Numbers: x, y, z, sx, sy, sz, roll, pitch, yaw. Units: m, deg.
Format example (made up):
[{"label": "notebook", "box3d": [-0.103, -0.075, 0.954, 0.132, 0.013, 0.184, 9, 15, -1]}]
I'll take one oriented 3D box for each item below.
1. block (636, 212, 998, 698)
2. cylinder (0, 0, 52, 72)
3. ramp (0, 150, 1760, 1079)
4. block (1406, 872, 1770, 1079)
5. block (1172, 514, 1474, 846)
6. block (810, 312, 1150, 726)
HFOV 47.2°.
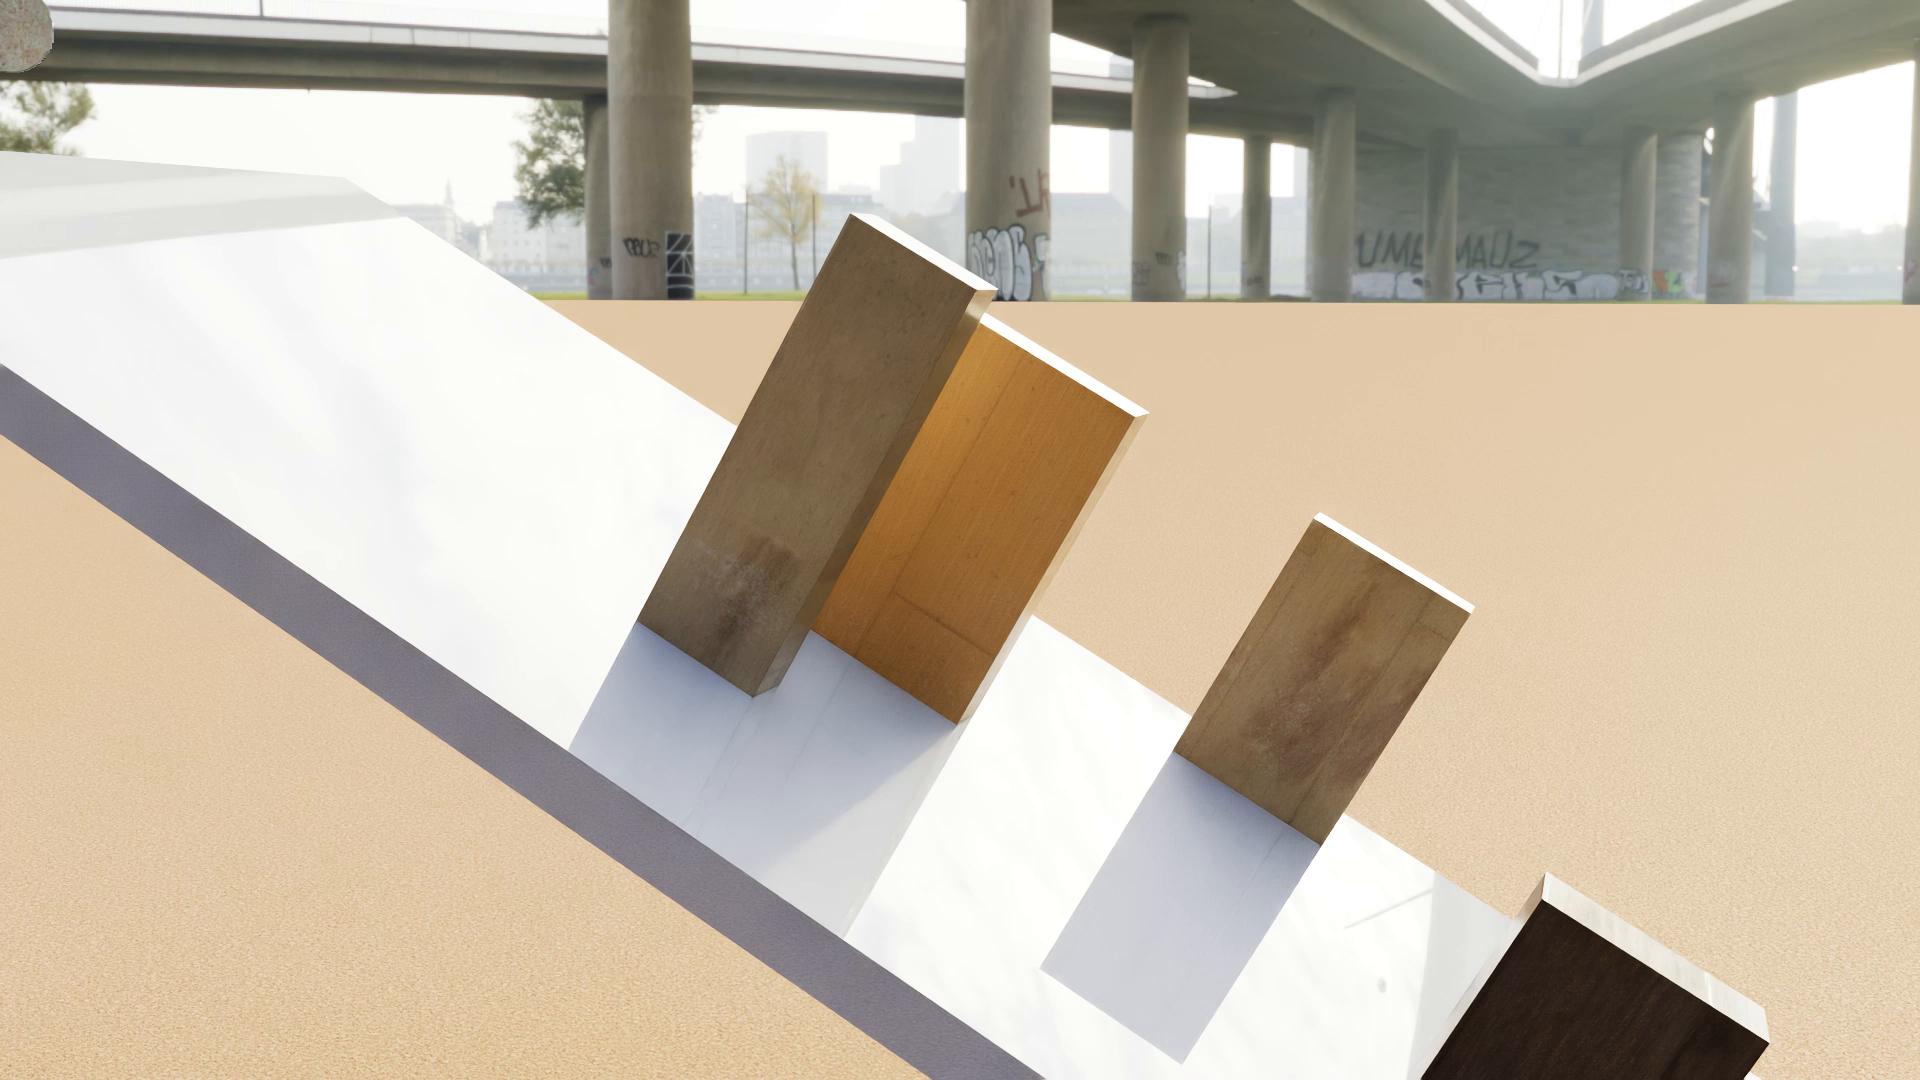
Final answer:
[{"label": "block", "box3d": [-0.248, -0.140, 3.722, 0.249, 0.797, 0.121, 32, 15, 11]}, {"label": "cylinder", "box3d": [-1.892, -1.006, 4.294, 0.175, 0.175, 0.175, -6, 15, -41]}, {"label": "ramp", "box3d": [-0.186, 0.307, 4.129, 4.000, 0.100, 2.000, 32, 15, 11]}, {"label": "block", "box3d": [0.834, 0.802, 3.116, 0.347, 0.540, 0.145, 32, 15, 11]}, {"label": "block", "box3d": [0.757, 0.292, 4.610, 0.371, 0.584, 0.098, 32, 15, 11]}, {"label": "block", "box3d": [0.017, -0.043, 4.142, 0.377, 0.676, 0.119, 32, 15, 11]}]
